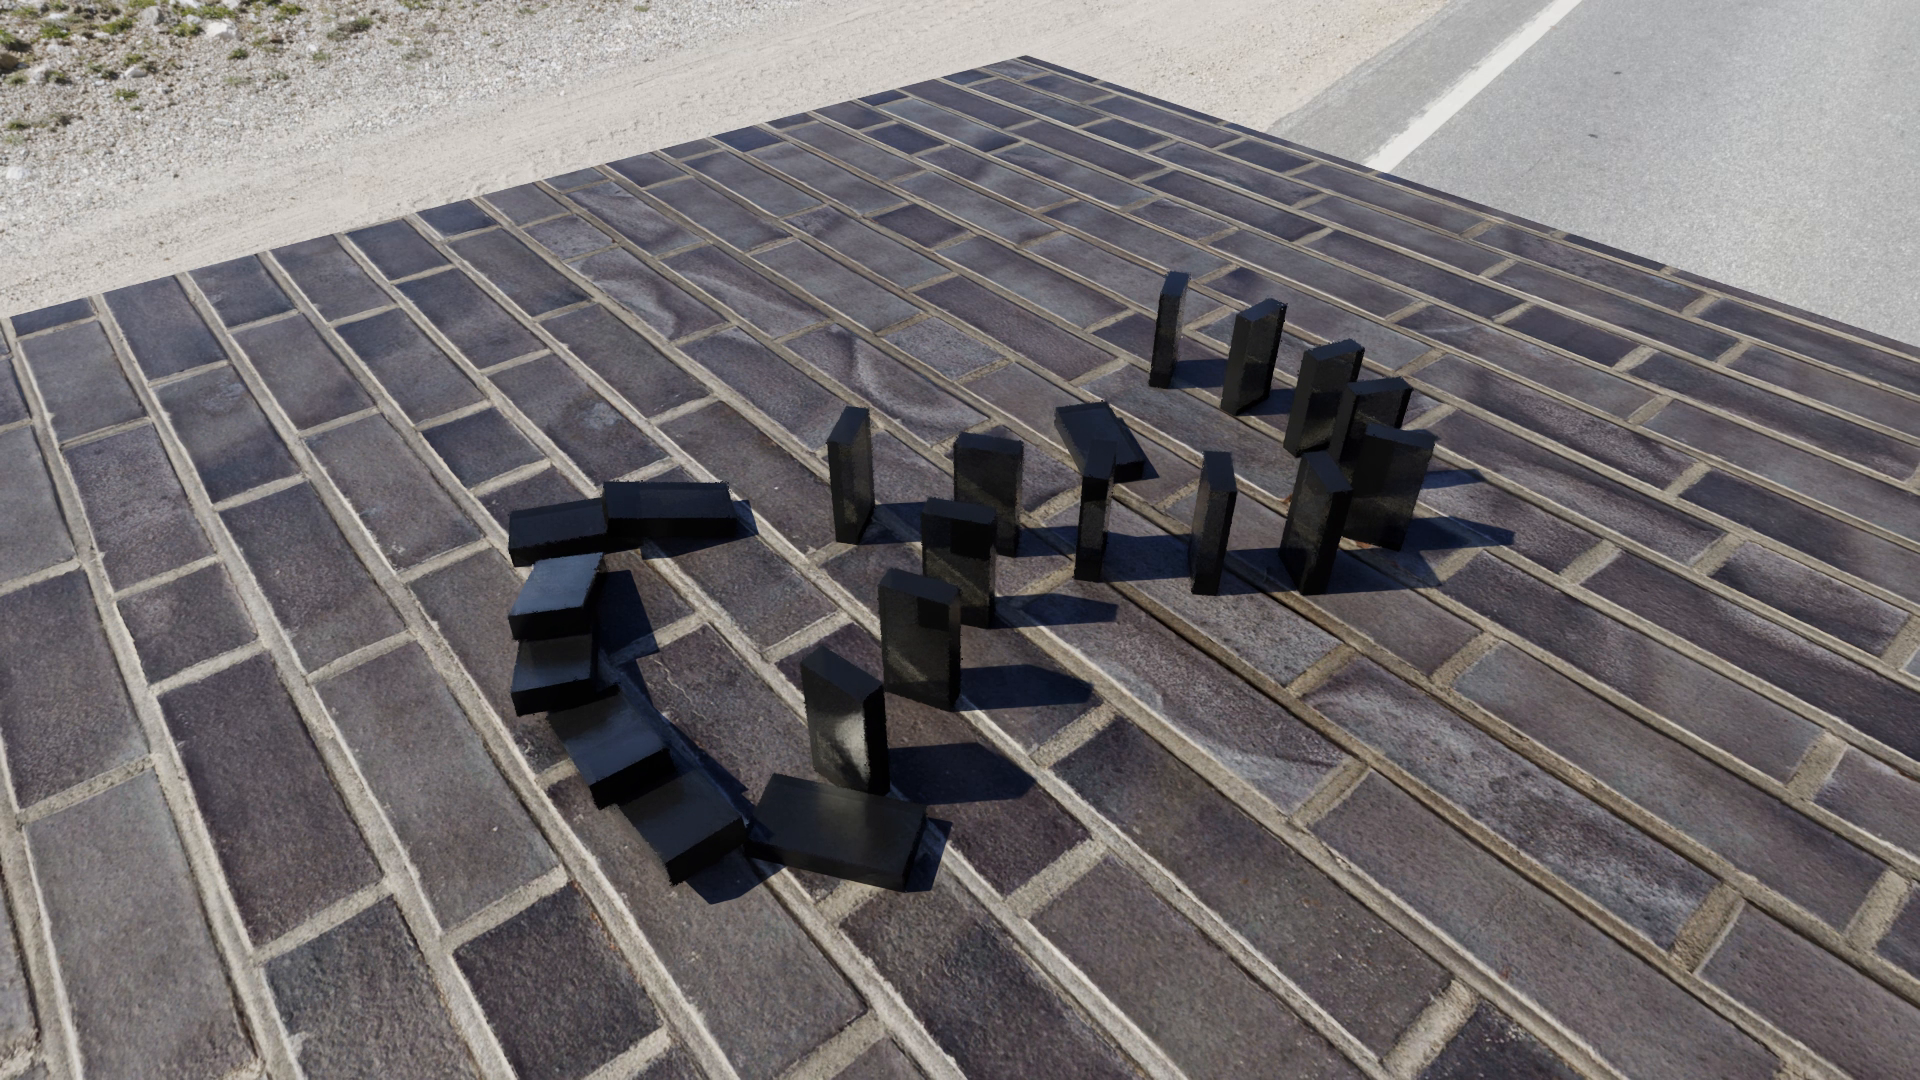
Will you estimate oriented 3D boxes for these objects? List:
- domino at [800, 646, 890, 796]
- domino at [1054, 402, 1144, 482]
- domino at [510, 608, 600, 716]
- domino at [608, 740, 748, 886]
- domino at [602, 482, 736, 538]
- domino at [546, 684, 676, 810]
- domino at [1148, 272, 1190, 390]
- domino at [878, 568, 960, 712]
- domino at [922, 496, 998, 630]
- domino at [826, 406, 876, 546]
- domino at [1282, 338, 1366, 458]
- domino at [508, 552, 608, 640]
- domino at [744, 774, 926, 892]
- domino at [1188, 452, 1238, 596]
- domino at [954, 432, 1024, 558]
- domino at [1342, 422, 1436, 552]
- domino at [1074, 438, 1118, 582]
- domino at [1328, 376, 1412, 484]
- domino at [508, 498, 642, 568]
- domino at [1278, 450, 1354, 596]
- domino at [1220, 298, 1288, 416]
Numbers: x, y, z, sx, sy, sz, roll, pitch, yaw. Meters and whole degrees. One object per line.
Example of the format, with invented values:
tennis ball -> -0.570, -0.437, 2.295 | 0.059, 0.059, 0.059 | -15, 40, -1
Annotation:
domino -> -0.035, 0.058, 0.340 | 0.025, 0.050, 0.009 | 27, 46, 29
domino -> 0.062, -0.044, 0.497 | 0.025, 0.010, 0.050 | -8, 40, -10
domino -> -0.141, 0.041, 0.385 | 0.025, 0.010, 0.050 | -10, 28, -12
domino -> -0.088, 0.082, 0.335 | 0.025, 0.009, 0.050 | -28, 35, -30
domino -> -0.119, -0.013, 0.449 | 0.050, 0.010, 0.025 | -1, 38, -24
domino -> -0.113, 0.065, 0.353 | 0.025, 0.009, 0.050 | -25, 30, -26
domino -> 0.102, -0.102, 0.536 | 0.010, 0.050, 0.025 | 12, 41, 14
domino -> -0.013, 0.034, 0.370 | 0.025, 0.050, 0.009 | 15, 42, 18
domino -> 0.000, 0.009, 0.400 | 0.025, 0.050, 0.010 | 10, 40, 12
domino -> -0.043, -0.026, 0.443 | 0.009, 0.050, 0.025 | 8, 40, 10
domino -> 0.161, -0.062, 0.488 | 0.025, 0.050, 0.009 | -16, 42, -19
domino -> -0.148, 0.020, 0.407 | 0.025, 0.010, 0.050 | -7, 23, -6
domino -> -0.038, 0.089, 0.335 | 0.050, 0.009, 0.025 | 9, 40, 11
domino -> 0.096, -0.006, 0.419 | 0.009, 0.050, 0.025 | 3, 39, 4
domino -> 0.011, -0.017, 0.433 | 0.025, 0.050, 0.010 | 11, 40, 13
domino -> 0.169, -0.021, 0.437 | 0.025, 0.050, 0.009 | 16, 42, 19
domino -> 0.052, -0.011, 0.425 | 0.010, 0.050, 0.025 | 9, 40, 11
domino -> 0.171, -0.044, 0.465 | 0.025, 0.050, 0.009 | -8, 40, -10
domino -> -0.157, -0.005, 0.449 | 0.050, 0.010, 0.025 | -10, 40, -12
domino -> 0.135, -0.006, 0.419 | 0.010, 0.050, 0.025 | -5, 40, -6
domino -> 0.137, -0.085, 0.516 | 0.025, 0.050, 0.009 | -29, 47, -30
